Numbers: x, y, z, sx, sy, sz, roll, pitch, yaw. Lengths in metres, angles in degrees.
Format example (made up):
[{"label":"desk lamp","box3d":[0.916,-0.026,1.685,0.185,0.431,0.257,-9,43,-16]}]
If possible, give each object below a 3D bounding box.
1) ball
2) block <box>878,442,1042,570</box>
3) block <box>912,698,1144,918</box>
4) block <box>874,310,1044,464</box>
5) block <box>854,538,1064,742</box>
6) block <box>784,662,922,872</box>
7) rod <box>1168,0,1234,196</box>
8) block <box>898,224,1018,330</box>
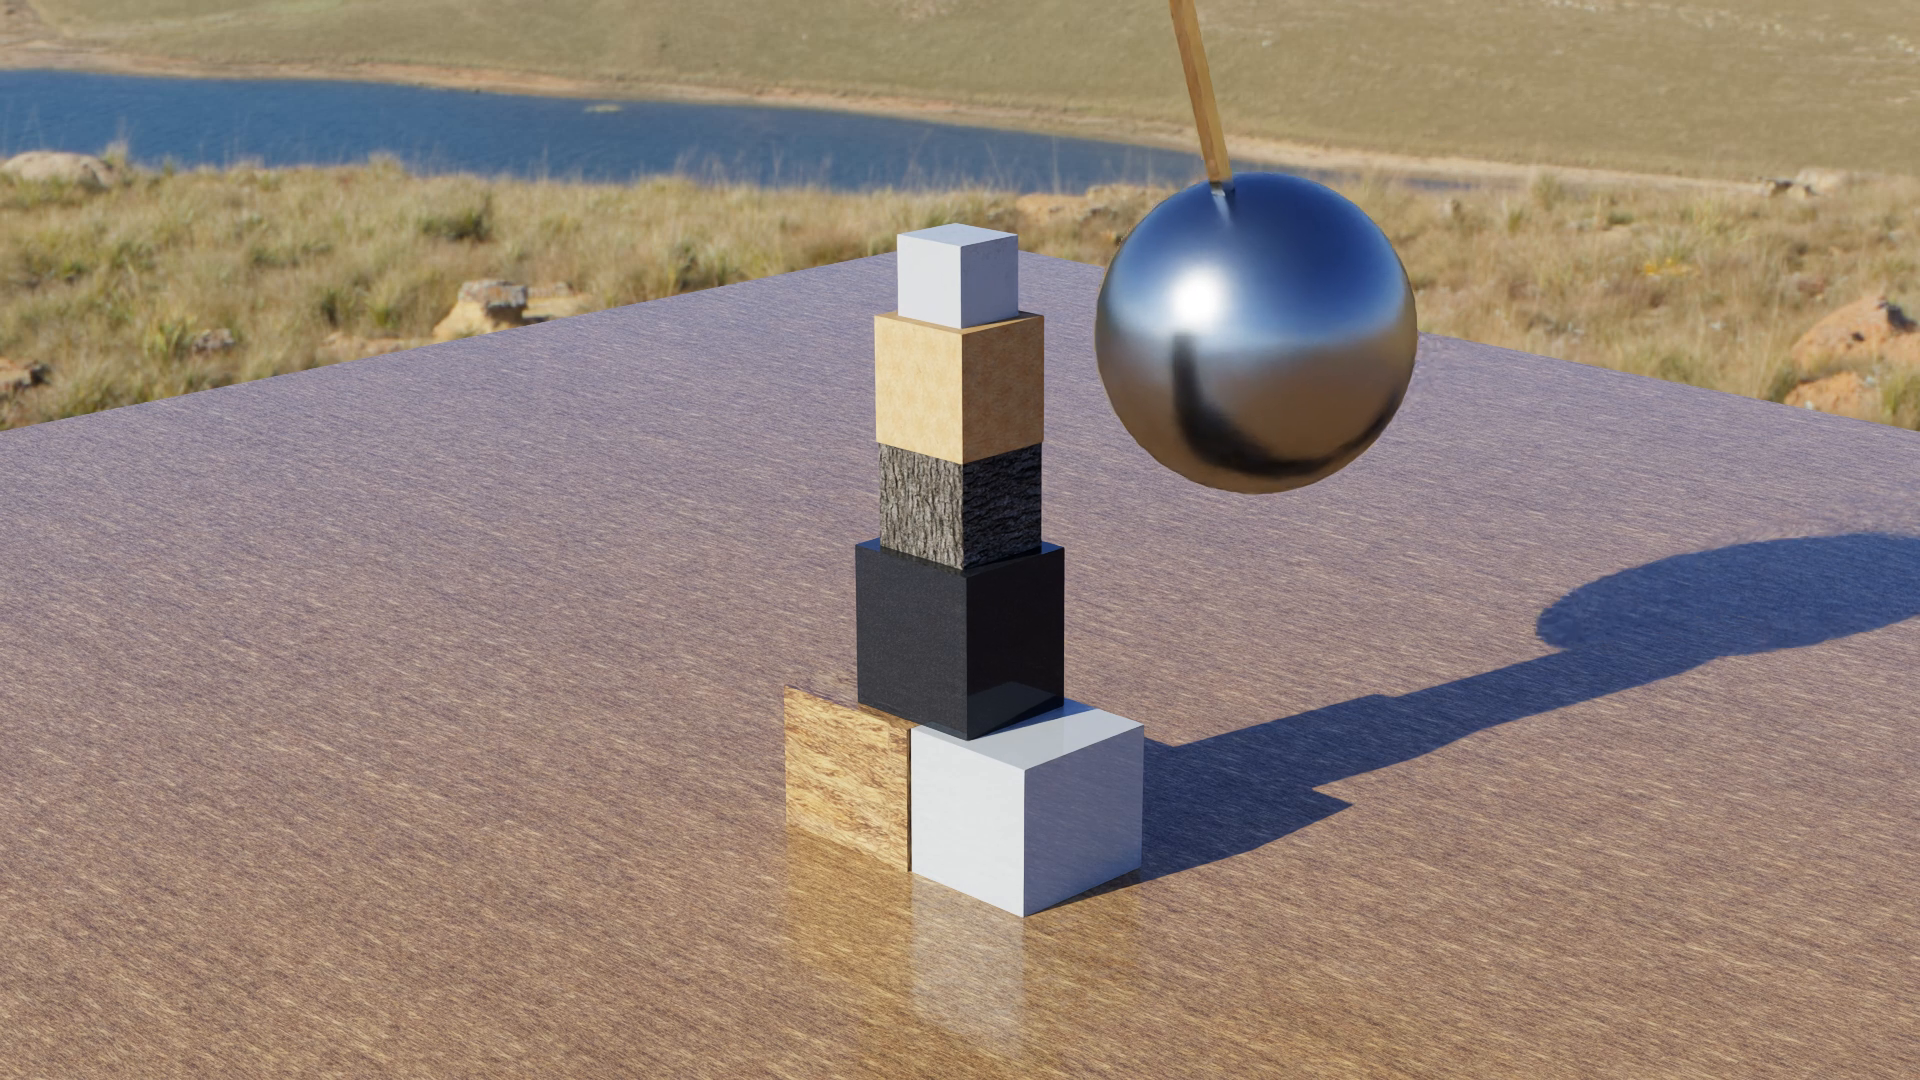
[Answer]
[{"label":"ball","box3d":[1.467,-1.026,14.557,1.600,1.600,1.600,0,17,0]},{"label":"block","box3d":[0.002,-0.209,13.290,0.504,0.490,0.536,-17,23,-42]},{"label":"block","box3d":[0.308,1.182,13.412,0.788,0.703,0.710,-17,24,-42]},{"label":"block","box3d":[-0.002,-0.721,13.132,0.521,0.582,0.548,-17,23,-42]},{"label":"block","box3d":[0.000,0.393,13.470,0.634,0.767,0.717,-17,23,-42]},{"label":"block","box3d":[-0.266,1.024,13.918,0.766,0.700,0.832,-17,24,-42]},{"label":"rod","box3d":[0.636,-3.821,12.807,0.080,5.200,0.080,17,44,42]},{"label":"block","box3d":[-0.009,-1.173,12.992,0.393,0.366,0.362,16,24,43]}]
